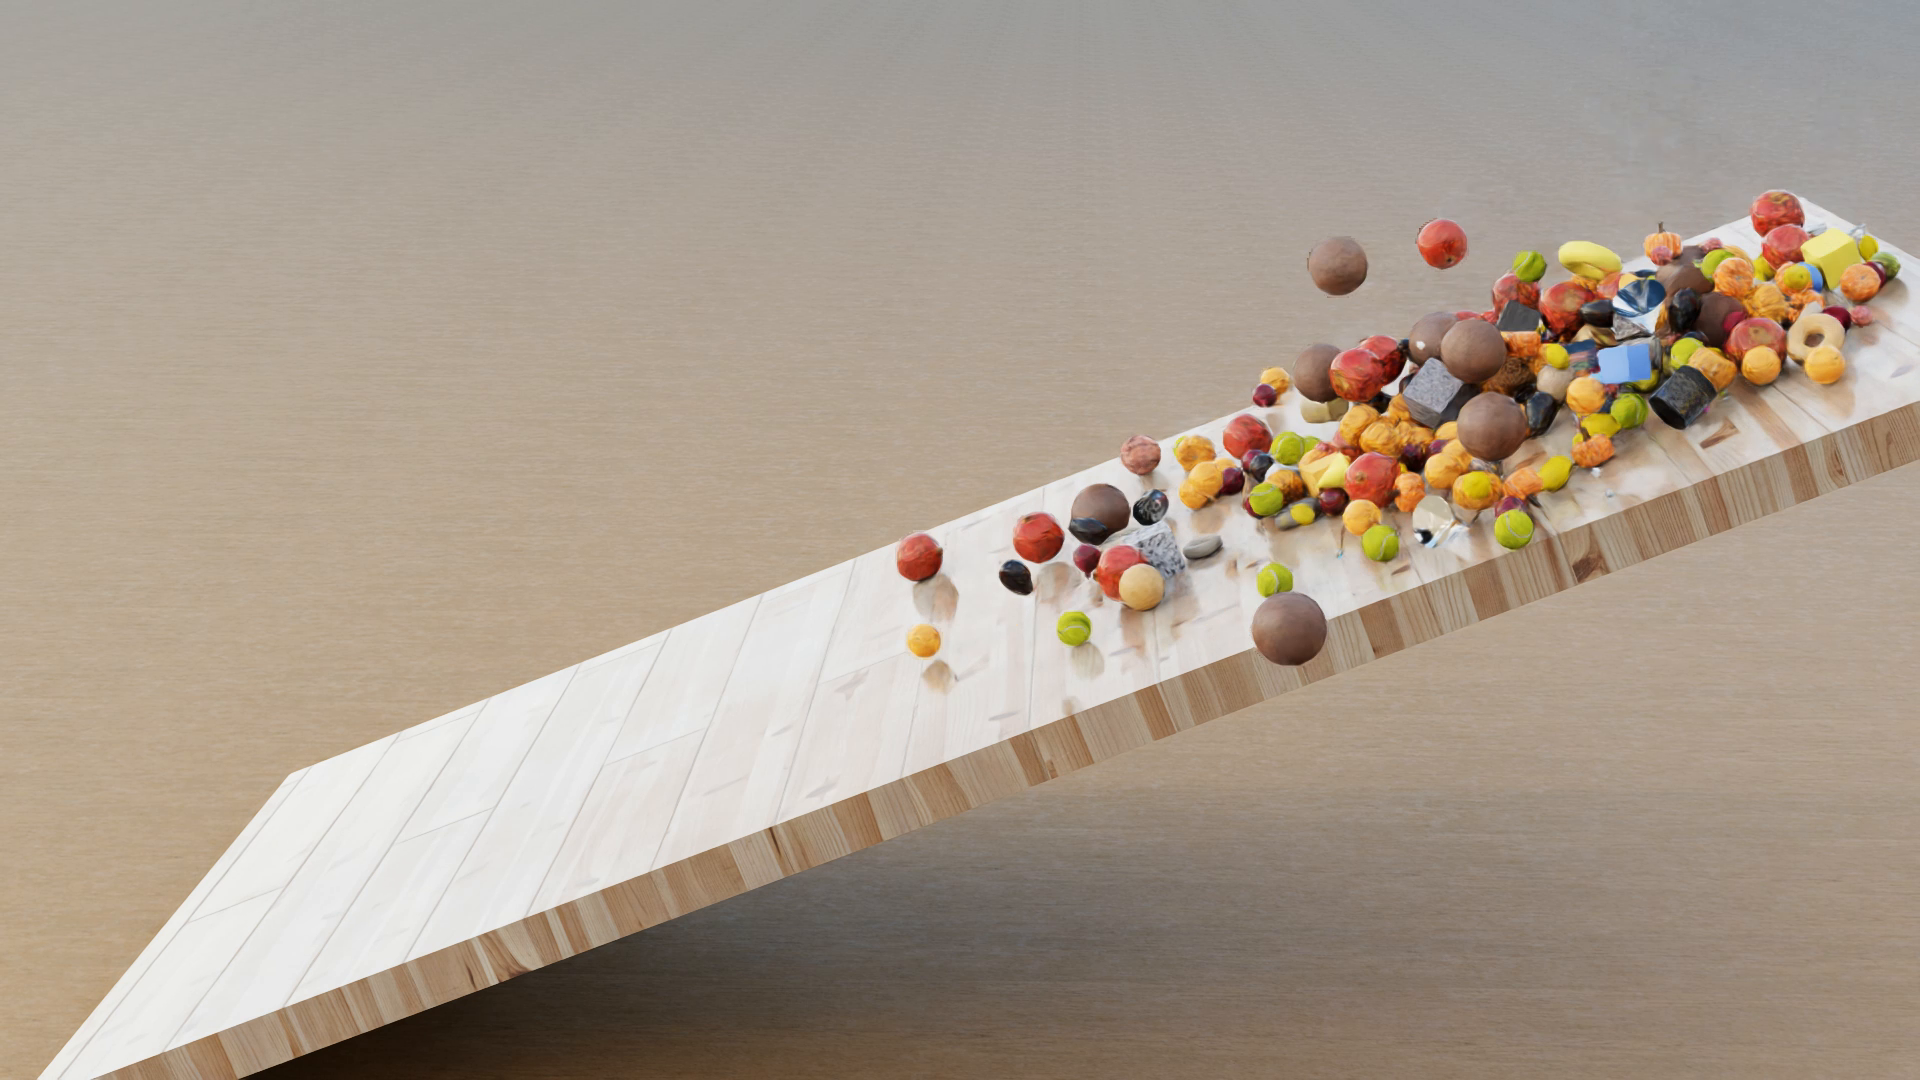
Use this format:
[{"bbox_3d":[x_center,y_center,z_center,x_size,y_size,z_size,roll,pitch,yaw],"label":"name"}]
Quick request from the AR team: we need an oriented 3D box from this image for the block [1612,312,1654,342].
[{"bbox_3d":[1.321,-0.420,5.769,0.056,0.056,0.056,-19,-22,38],"label":"block"}]

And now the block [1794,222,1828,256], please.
[{"bbox_3d":[1.863,-0.658,6.424,0.052,0.052,0.052,-31,14,-34],"label":"block"}]

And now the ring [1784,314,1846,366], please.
[{"bbox_3d":[1.619,-0.379,5.569,0.114,0.114,0.038,11,-23,38],"label":"ring"}]

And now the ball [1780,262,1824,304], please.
[{"bbox_3d":[1.721,-0.525,6.016,0.085,0.085,0.085,0,14,0],"label":"ball"}]

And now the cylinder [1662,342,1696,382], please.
[{"bbox_3d":[1.418,-0.351,5.807,0.066,0.066,0.066,-10,-3,0],"label":"cylinder"}]

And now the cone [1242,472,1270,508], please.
[{"bbox_3d":[0.619,-0.115,6.241,0.072,0.072,0.072,-21,12,5],"label":"cone"}]

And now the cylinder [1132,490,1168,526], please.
[{"bbox_3d":[0.417,-0.070,6.419,0.065,0.065,0.065,4,18,18],"label":"cylinder"}]

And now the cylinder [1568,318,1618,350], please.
[{"bbox_3d":[1.323,-0.408,6.161,0.079,0.079,0.079,23,38,-19],"label":"cylinder"}]

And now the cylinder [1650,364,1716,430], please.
[{"bbox_3d":[1.350,-0.266,5.494,0.087,0.087,0.087,-45,28,-11],"label":"cylinder"}]

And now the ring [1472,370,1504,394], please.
[{"bbox_3d":[1.159,-0.346,6.371,0.107,0.036,0.107,-23,12,5],"label":"ring"}]

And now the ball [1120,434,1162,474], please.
[{"bbox_3d":[0.425,-0.200,6.911,0.095,0.095,0.095,0,14,0],"label":"ball"}]

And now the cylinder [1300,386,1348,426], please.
[{"bbox_3d":[0.809,-0.298,6.532,0.076,0.076,0.076,-13,1,-43],"label":"cylinder"}]

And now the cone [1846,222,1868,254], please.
[{"bbox_3d":[1.863,-0.628,6.122,0.082,0.082,0.082,38,2,-1],"label":"cone"}]

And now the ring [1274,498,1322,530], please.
[{"bbox_3d":[0.684,-0.054,5.944,0.104,0.035,0.104,-26,8,4],"label":"ring"}]

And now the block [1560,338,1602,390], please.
[{"bbox_3d":[1.244,-0.351,5.872,0.067,0.067,0.067,-15,-32,16],"label":"block"}]

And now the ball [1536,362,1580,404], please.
[{"bbox_3d":[1.174,-0.310,5.780,0.083,0.083,0.083,0,14,0],"label":"ball"}]

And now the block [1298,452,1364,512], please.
[{"bbox_3d":[0.755,-0.119,5.982,0.085,0.085,0.085,-24,12,-9],"label":"block"}]

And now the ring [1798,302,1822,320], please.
[{"bbox_3d":[1.641,-0.417,5.711,0.033,0.098,0.098,31,23,15],"label":"ring"}]

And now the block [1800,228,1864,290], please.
[{"bbox_3d":[1.790,-0.577,6.035,0.081,0.081,0.081,-29,29,-1],"label":"block"}]

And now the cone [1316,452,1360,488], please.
[{"bbox_3d":[0.744,-0.124,5.875,0.080,0.080,0.080,-29,10,11],"label":"cone"}]

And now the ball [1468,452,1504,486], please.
[{"bbox_3d":[1.009,-0.135,5.643,0.066,0.066,0.066,0,14,0],"label":"ball"}]

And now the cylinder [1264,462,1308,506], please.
[{"bbox_3d":[0.678,-0.116,6.112,0.082,0.082,0.082,0,11,-1],"label":"cylinder"}]

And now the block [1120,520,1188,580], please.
[{"bbox_3d":[0.393,0.028,5.970,0.094,0.094,0.094,-23,12,-2],"label":"block"}]

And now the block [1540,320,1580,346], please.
[{"bbox_3d":[1.310,-0.431,6.391,0.066,0.066,0.066,-14,15,35],"label":"block"}]

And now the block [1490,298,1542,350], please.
[{"bbox_3d":[1.173,-0.451,6.210,0.075,0.075,0.075,25,-10,3],"label":"block"}]

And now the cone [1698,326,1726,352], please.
[{"bbox_3d":[1.519,-0.399,5.974,0.058,0.058,0.058,0,-16,1],"label":"cone"}]

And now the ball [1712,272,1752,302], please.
[{"bbox_3d":[1.621,-0.518,6.161,0.087,0.087,0.087,0,14,0],"label":"ball"}]

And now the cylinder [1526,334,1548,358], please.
[{"bbox_3d":[1.231,-0.397,6.345,0.076,0.076,0.076,4,22,16],"label":"cylinder"}]

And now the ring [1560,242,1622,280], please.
[{"bbox_3d":[1.336,-0.592,6.236,0.137,0.046,0.137,20,-9,3],"label":"ring"}]

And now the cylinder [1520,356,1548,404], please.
[{"bbox_3d":[1.197,-0.331,6.084,0.072,0.072,0.072,38,8,-12],"label":"cylinder"}]

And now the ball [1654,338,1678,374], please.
[{"bbox_3d":[1.419,-0.369,5.911,0.071,0.071,0.071,0,14,0],"label":"ball"}]

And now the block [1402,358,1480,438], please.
[{"bbox_3d":[0.986,-0.292,6.035,0.100,0.100,0.100,31,-13,34],"label":"block"}]

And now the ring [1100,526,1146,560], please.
[{"bbox_3d":[0.353,0.007,6.267,0.122,0.041,0.122,-22,13,5],"label":"ring"}]

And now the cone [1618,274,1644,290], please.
[{"bbox_3d":[1.411,-0.537,6.130,0.054,0.054,0.054,-26,27,-37],"label":"cone"}]

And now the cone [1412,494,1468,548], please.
[{"bbox_3d":[0.906,-0.033,5.436,0.097,0.097,0.097,3,9,-39],"label":"cone"}]

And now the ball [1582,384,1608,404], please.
[{"bbox_3d":[1.276,-0.300,5.917,0.052,0.052,0.052,0,14,0],"label":"ball"}]

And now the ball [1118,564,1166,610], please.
[{"bbox_3d":[0.356,0.092,5.764,0.091,0.091,0.091,0,14,0],"label":"ball"}]

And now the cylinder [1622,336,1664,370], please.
[{"bbox_3d":[1.322,-0.360,5.700,0.064,0.064,0.064,-8,8,31],"label":"cylinder"}]

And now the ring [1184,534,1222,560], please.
[{"bbox_3d":[0.496,0.014,6.009,0.084,0.028,0.084,-21,13,5],"label":"ring"}]

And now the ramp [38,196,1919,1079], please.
[{"bbox_3d":[0.123,0.173,6.291,4.000,0.100,2.000,-21,12,7],"label":"ramp"}]

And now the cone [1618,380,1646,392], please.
[{"bbox_3d":[1.340,-0.333,5.887,0.057,0.057,0.057,-16,23,7],"label":"cone"}]

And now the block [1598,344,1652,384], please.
[{"bbox_3d":[1.246,-0.330,5.512,0.066,0.066,0.066,-10,5,-39],"label":"block"}]

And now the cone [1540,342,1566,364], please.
[{"bbox_3d":[1.276,-0.353,6.169,0.097,0.097,0.097,-9,31,-34],"label":"cone"}]

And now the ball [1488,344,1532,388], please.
[{"bbox_3d":[1.120,-0.353,5.985,0.090,0.090,0.090,0,14,0],"label":"ball"}]

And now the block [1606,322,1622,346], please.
[{"bbox_3d":[1.389,-0.428,6.248,0.061,0.061,0.061,-18,13,21],"label":"block"}]

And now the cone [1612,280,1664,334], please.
[{"bbox_3d":[1.307,-0.426,5.606,0.100,0.100,0.100,-18,41,17],"label":"cone"}]

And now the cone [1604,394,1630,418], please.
[{"bbox_3d":[1.296,-0.264,5.789,0.051,0.051,0.051,3,14,22],"label":"cone"}]
